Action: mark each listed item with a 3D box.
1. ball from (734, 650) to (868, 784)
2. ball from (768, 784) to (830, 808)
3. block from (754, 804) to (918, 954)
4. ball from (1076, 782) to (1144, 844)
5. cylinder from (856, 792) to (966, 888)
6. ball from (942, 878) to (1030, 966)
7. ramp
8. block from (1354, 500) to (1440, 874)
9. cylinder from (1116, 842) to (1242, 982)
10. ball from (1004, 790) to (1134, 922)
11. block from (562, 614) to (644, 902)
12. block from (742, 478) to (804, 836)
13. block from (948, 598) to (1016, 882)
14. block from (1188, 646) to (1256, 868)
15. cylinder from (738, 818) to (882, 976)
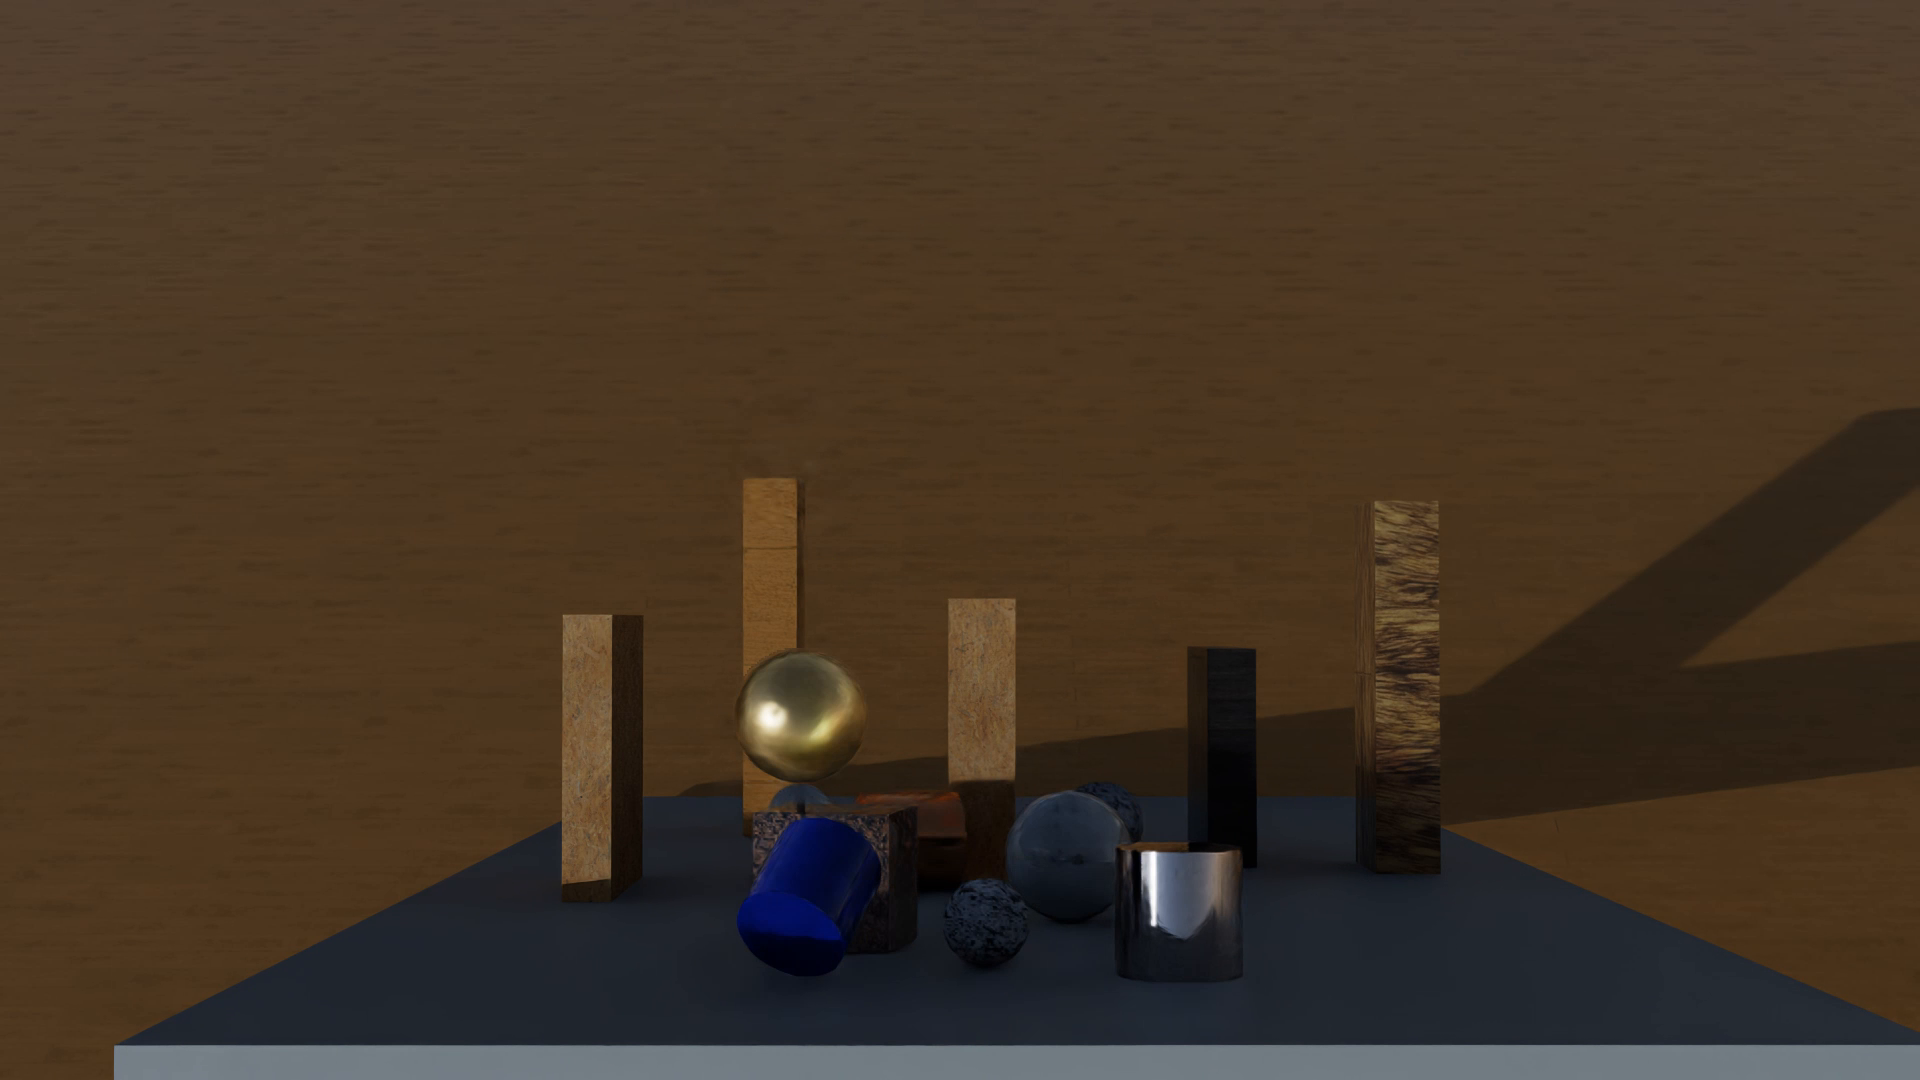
[{"bbox_3d":[-0.172,0.191,2.814,0.144,0.144,0.144,0,35,0],"label":"ball"},{"bbox_3d":[-0.323,0.559,5.249,0.134,0.134,0.134,0,35,0],"label":"ball"},{"bbox_3d":[-0.176,0.481,3.714,0.194,0.194,0.194,0,-2,11],"label":"block"},{"bbox_3d":[0.265,0.535,4.888,0.160,0.160,0.160,0,35,0],"label":"ball"},{"bbox_3d":[-0.088,0.519,4.489,0.165,0.165,0.165,0,34,-13],"label":"cylinder"},{"bbox_3d":[0.035,0.512,3.485,0.118,0.118,0.118,0,35,0],"label":"ball"},{"bbox_3d":[0.077,0.663,4.831,2.000,0.100,4.000,0,-2,0],"label":"ramp"},{"bbox_3d":[0.819,0.273,4.876,0.117,0.682,0.247,0,-2,0],"label":"block"},{"bbox_3d":[0.287,0.486,3.404,0.166,0.166,0.166,0,-2,0],"label":"cylinder"},{"bbox_3d":[0.169,0.487,4.005,0.201,0.201,0.201,0,35,0],"label":"ball"},{"bbox_3d":[-0.615,0.366,4.494,0.081,0.473,0.424,0,-2,0],"label":"block"},{"bbox_3d":[-0.408,0.256,5.719,0.114,0.768,0.294,0,-2,0],"label":"block"},{"bbox_3d":[0.039,0.361,4.793,0.119,0.501,0.401,0,-2,0],"label":"block"},{"bbox_3d":[0.511,0.416,5.090,0.091,0.410,0.427,0,-2,0],"label":"block"},{"bbox_3d":[-0.192,0.459,3.339,0.144,0.144,0.144,11,38,15],"label":"cylinder"}]
